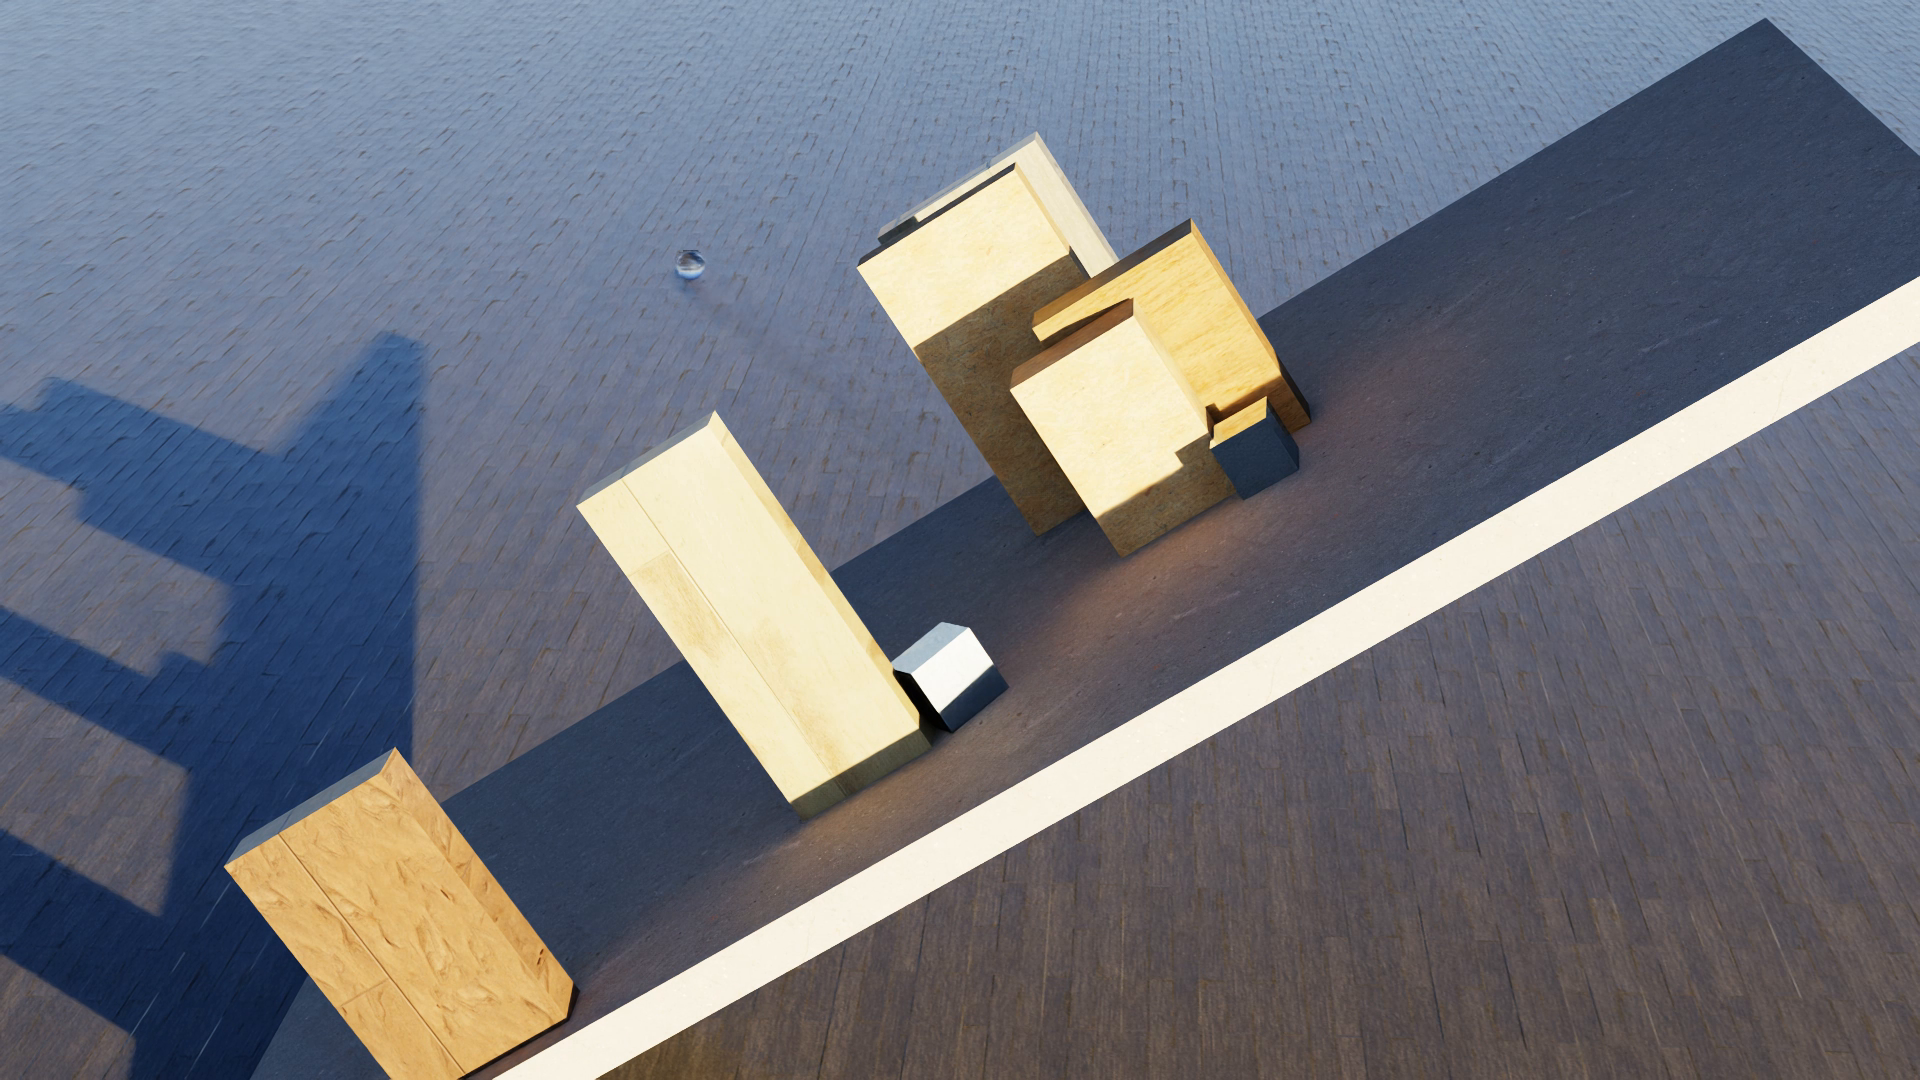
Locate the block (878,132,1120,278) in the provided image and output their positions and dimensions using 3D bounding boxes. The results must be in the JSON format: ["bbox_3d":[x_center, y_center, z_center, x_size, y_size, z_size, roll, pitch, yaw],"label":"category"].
[{"bbox_3d":[0.182,-0.538,6.855,0.431,0.698,0.098,-30,15,14],"label":"block"}]

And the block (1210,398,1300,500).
[{"bbox_3d":[0.600,-0.186,5.983,0.130,0.130,0.130,-30,16,17],"label":"block"}]

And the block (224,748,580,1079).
[{"bbox_3d":[-1.068,0.750,5.660,0.374,0.611,0.117,-30,15,14],"label":"block"}]

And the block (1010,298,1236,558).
[{"bbox_3d":[0.346,-0.232,6.078,0.295,0.429,0.145,-30,15,14],"label":"block"}]

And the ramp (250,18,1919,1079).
[{"bbox_3d":[0.140,0.170,6.294,4.000,0.100,2.000,-30,15,14],"label":"ramp"}]

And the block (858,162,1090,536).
[{"bbox_3d":[0.147,-0.414,6.478,0.407,0.731,0.083,-30,15,14],"label":"block"}]

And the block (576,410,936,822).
[{"bbox_3d":[-0.392,0.155,5.750,0.308,0.781,0.095,-30,15,14],"label":"block"}]

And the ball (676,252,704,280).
[{"bbox_3d":[-1.213,-1.233,13.231,0.127,0.127,0.127,0,20,0],"label":"ball"}]

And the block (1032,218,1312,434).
[{"bbox_3d":[0.446,-0.364,6.180,0.386,0.480,0.126,-30,15,14],"label":"block"}]

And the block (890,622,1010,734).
[{"bbox_3d":[-0.026,0.272,5.843,0.148,0.148,0.148,-38,15,-15],"label":"block"}]
